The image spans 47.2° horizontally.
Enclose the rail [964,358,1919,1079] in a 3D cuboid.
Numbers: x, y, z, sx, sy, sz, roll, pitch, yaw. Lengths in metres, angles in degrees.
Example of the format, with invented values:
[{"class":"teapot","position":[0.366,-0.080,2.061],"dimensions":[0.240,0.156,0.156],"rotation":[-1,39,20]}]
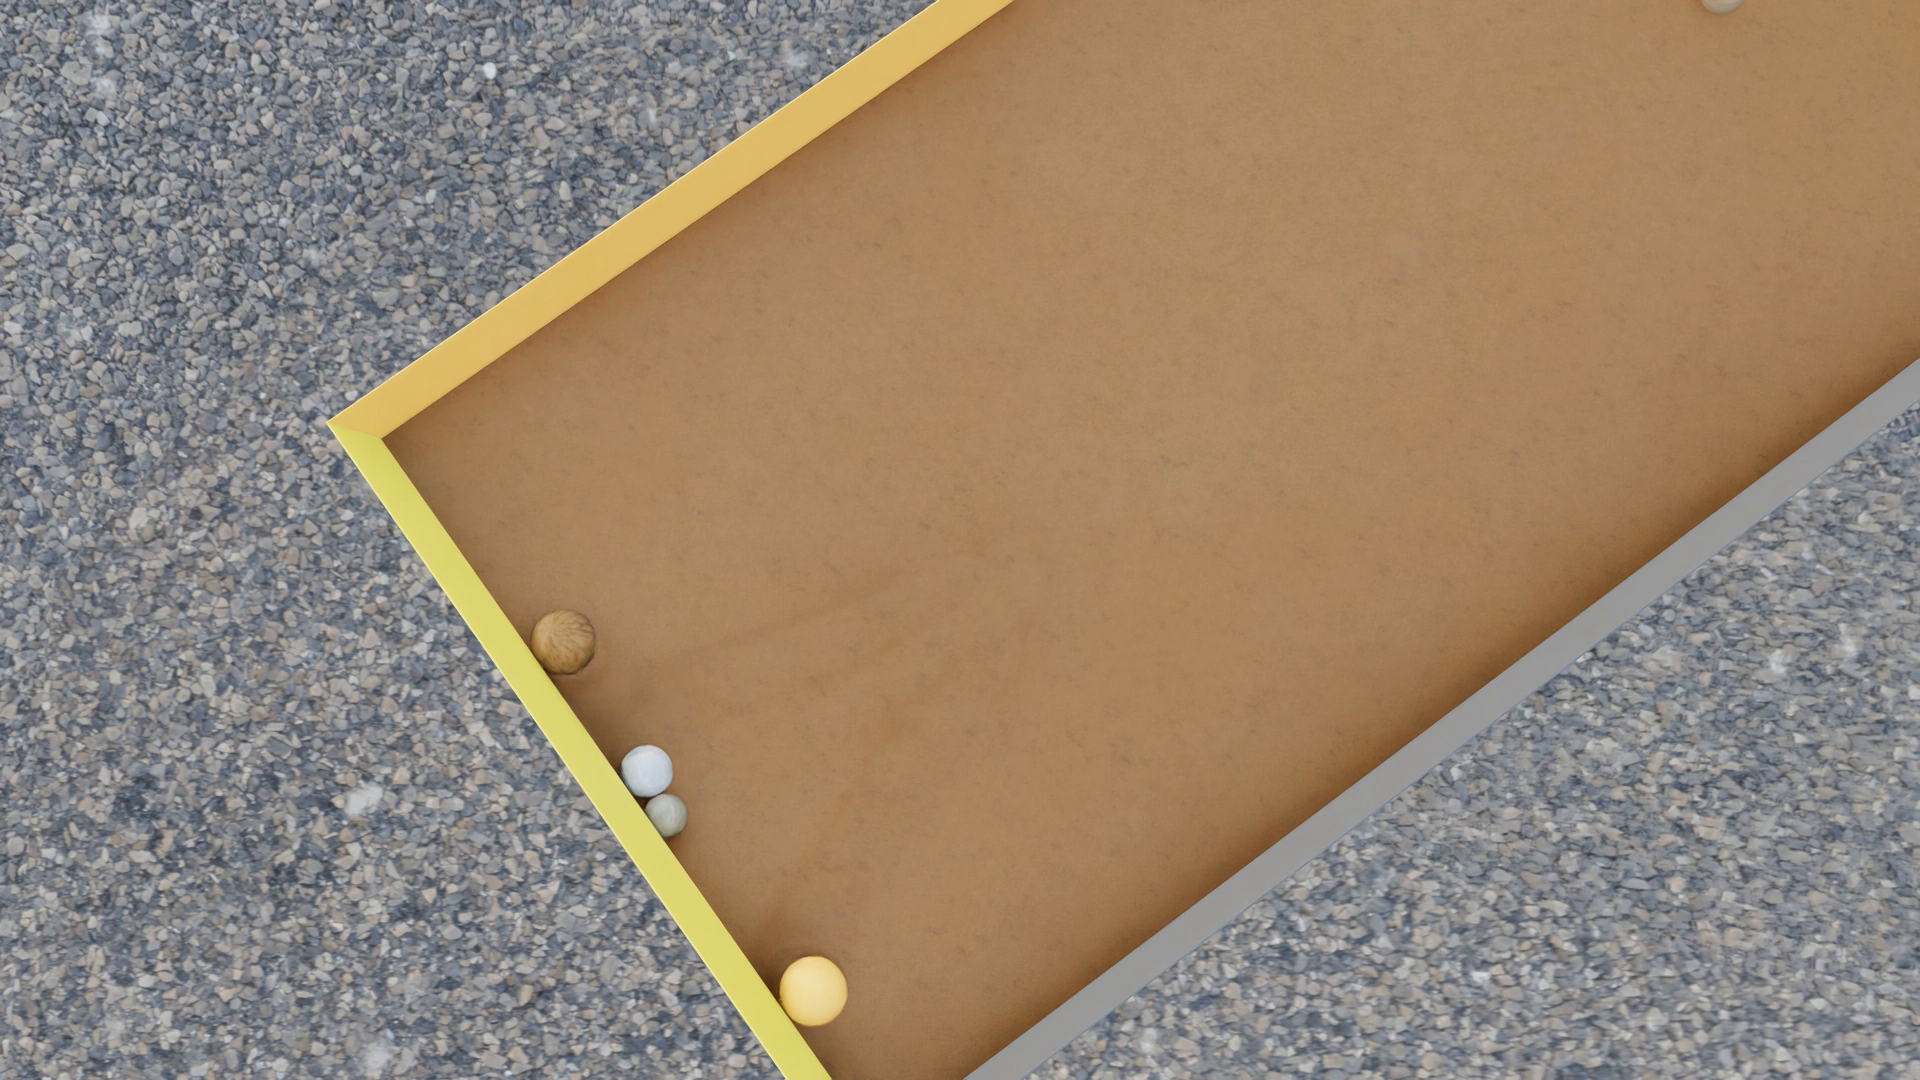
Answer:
[{"class":"rail","position":[0.915,0.134,3.231],"dimensions":[2.619,0.127,0.045],"rotation":[-36,82,-6]}]

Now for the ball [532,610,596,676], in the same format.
[{"class":"ball","position":[-0.584,0.152,3.245],"dimensions":[0.095,0.095,0.095],"rotation":[0,80,0]}]

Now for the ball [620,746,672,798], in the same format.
[{"class":"ball","position":[-0.459,0.339,3.221],"dimensions":[0.076,0.076,0.076],"rotation":[0,80,0]}]

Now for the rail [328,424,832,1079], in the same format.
[{"class":"rail","position":[-0.509,0.363,3.190],"dimensions":[0.045,0.127,1.357],"rotation":[-36,82,-6]}]

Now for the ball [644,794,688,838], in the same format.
[{"class":"ball","position":[-0.430,0.403,3.215],"dimensions":[0.066,0.066,0.066],"rotation":[0,80,0]}]

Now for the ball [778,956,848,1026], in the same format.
[{"class":"ball","position":[-0.211,0.647,3.155],"dimensions":[0.098,0.098,0.098],"rotation":[0,80,0]}]

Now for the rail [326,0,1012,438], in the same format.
[{"class":"rail","position":[0.141,-0.905,3.416],"dimensions":[2.619,0.127,0.045],"rotation":[-36,82,-6]}]
